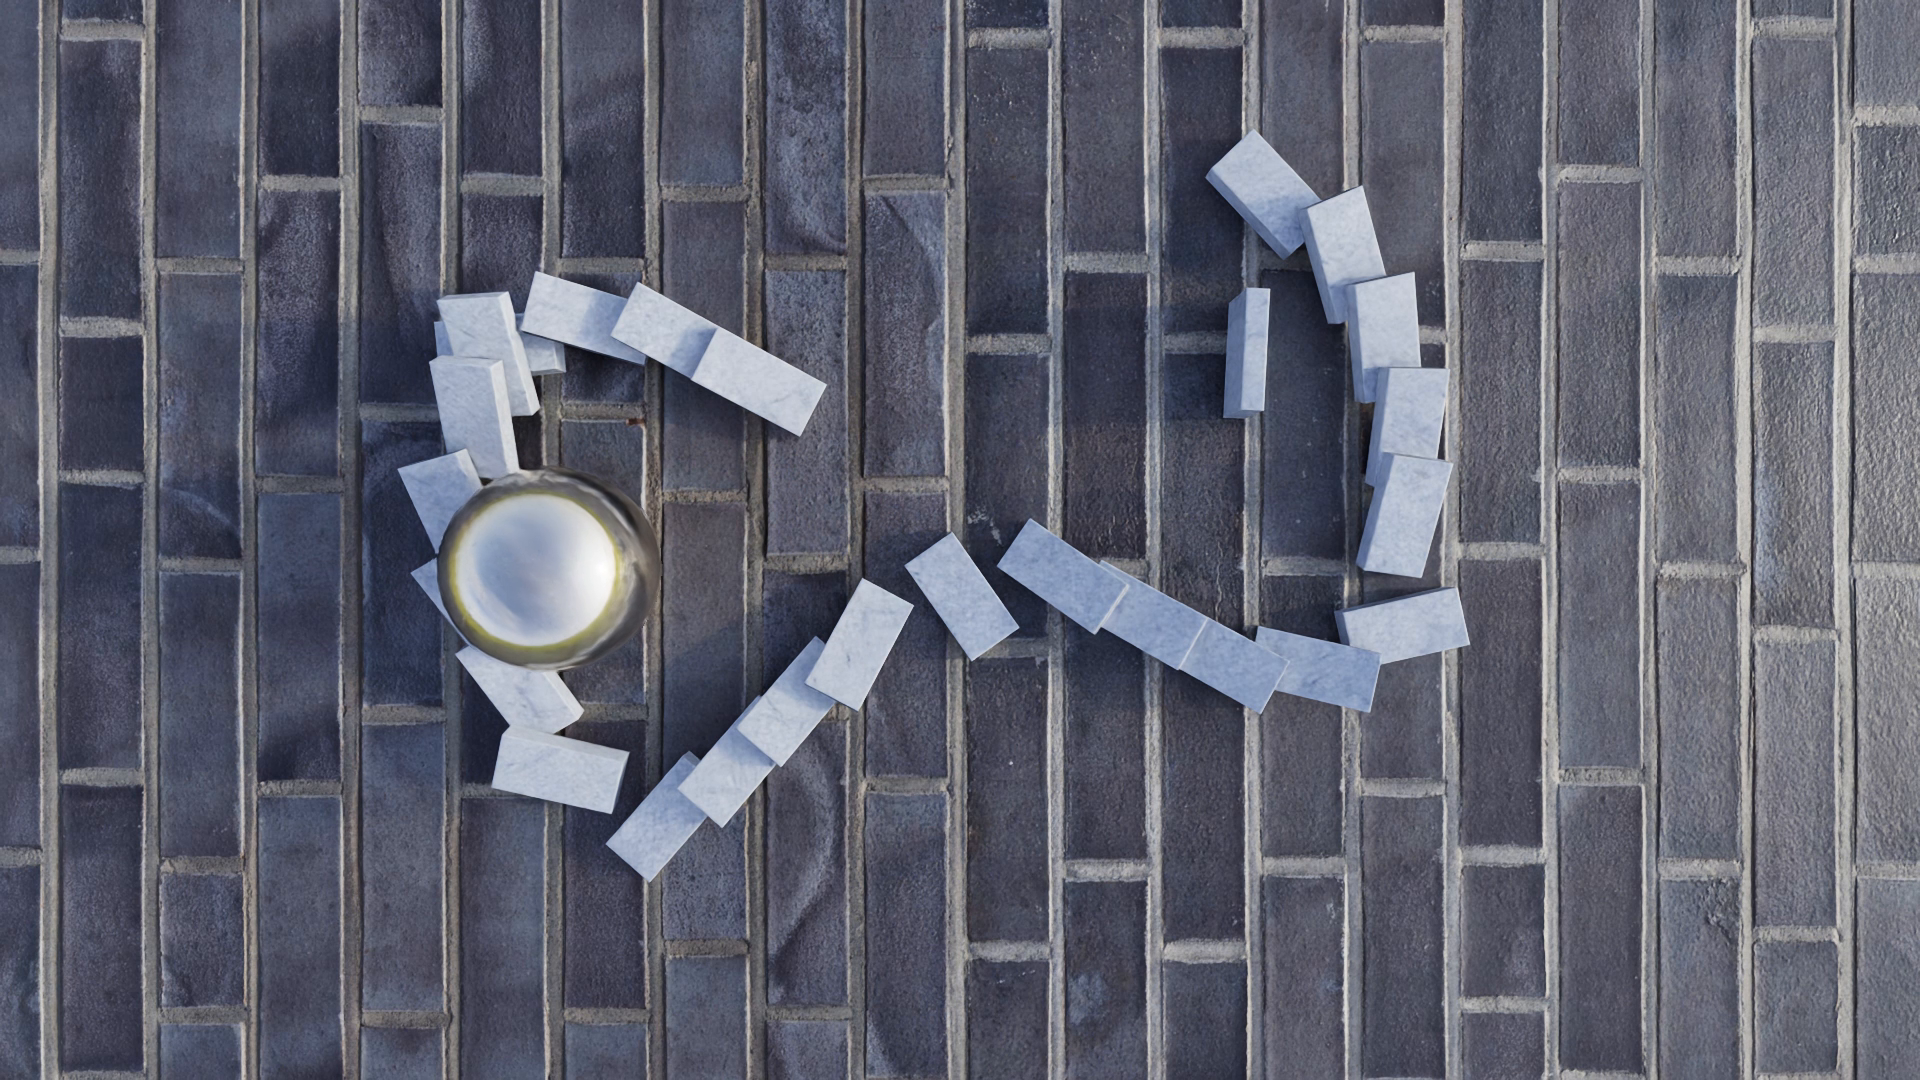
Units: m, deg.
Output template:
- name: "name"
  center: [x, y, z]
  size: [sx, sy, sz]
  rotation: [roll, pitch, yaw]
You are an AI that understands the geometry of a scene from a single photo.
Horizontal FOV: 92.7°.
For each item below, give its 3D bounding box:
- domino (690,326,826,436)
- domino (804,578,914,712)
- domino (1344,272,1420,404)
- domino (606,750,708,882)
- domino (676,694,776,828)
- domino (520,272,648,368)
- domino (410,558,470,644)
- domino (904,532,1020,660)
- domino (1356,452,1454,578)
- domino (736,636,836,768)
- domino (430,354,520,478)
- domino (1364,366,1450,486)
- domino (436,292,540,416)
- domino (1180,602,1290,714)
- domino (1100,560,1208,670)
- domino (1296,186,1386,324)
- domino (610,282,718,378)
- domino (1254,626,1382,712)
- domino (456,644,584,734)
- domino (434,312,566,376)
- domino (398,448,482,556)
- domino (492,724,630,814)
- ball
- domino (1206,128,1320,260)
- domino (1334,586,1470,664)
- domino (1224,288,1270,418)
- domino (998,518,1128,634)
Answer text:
- name: "domino"
  center: [-0.085, -0.067, 0.389]
  size: [0.050, 0.010, 0.025]
  rotation: [27, 90, -15]
- name: "domino"
  center: [-0.043, 0.044, 0.388]
  size: [0.025, 0.010, 0.050]
  rotation: [28, 74, -2]
- name: "domino"
  center: [0.180, -0.086, 0.389]
  size: [0.025, 0.009, 0.050]
  rotation: [-12, 105, 0]
- name: "domino"
  center: [-0.125, 0.119, 0.395]
  size: [0.025, 0.010, 0.050]
  rotation: [41, 90, 0]
- name: "domino"
  center: [-0.093, 0.093, 0.389]
  size: [0.025, 0.010, 0.050]
  rotation: [40, 76, 0]
- name: "domino"
  center: [-0.156, -0.093, 0.389]
  size: [0.050, 0.009, 0.025]
  rotation: [15, 90, -14]
- name: "domino"
  center: [-0.204, 0.027, 0.389]
  size: [0.025, 0.010, 0.050]
  rotation: [-30, 106, 0]
- name: "domino"
  center: [0.001, 0.024, 0.395]
  size: [0.025, 0.010, 0.050]
  rotation: [-35, 90, 0]
- name: "domino"
  center: [0.188, -0.011, 0.389]
  size: [0.025, 0.010, 0.050]
  rotation: [8, 105, -1]
- name: "domino"
  center: [-0.069, 0.068, 0.389]
  size: [0.025, 0.010, 0.050]
  rotation: [40, 74, 0]
- name: "domino"
  center: [-0.203, -0.051, 0.384]
  size: [0.025, 0.010, 0.050]
  rotation: [5, 118, 0]
- name: "domino"
  center: [0.189, -0.048, 0.389]
  size: [0.025, 0.009, 0.050]
  rotation: [1, 105, 0]
- name: "domino"
  center: [-0.196, -0.077, 0.382]
  size: [0.025, 0.010, 0.050]
  rotation: [-4, 118, -1]
- name: "domino"
  center: [0.110, 0.050, 0.389]
  size: [0.050, 0.009, 0.025]
  rotation: [29, 90, 15]
- name: "domino"
  center: [0.076, 0.032, 0.389]
  size: [0.050, 0.009, 0.025]
  rotation: [30, 90, 15]
- name: "domino"
  center: [0.163, -0.120, 0.389]
  size: [0.025, 0.010, 0.050]
  rotation: [-23, 105, 0]
- name: "domino"
  center: [-0.119, -0.085, 0.389]
  size: [0.050, 0.009, 0.025]
  rotation: [27, 90, -15]
- name: "domino"
  center: [0.149, 0.054, 0.389]
  size: [0.050, 0.009, 0.025]
  rotation: [12, 90, 14]
- name: "domino"
  center: [-0.186, 0.061, 0.389]
  size: [0.025, 0.010, 0.050]
  rotation: [-30, 105, 0]
- name: "domino"
  center: [-0.198, -0.083, 0.395]
  size: [0.050, 0.009, 0.025]
  rotation: [-6, 90, 0]
- name: "domino"
  center: [-0.213, -0.011, 0.388]
  size: [0.025, 0.009, 0.050]
  rotation: [-15, 107, 0]
- name: "domino"
  center: [-0.169, 0.098, 0.389]
  size: [0.050, 0.010, 0.025]
  rotation: [15, 103, -8]
- name: "ball"
  center: [-0.160, 0.011, 0.360]
  size: [0.080, 0.080, 0.080]
  rotation: [0, 90, 0]
- name: "domino"
  center: [0.133, -0.149, 0.395]
  size: [0.025, 0.010, 0.050]
  rotation: [-43, 90, 0]
- name: "domino"
  center: [0.190, 0.038, 0.395]
  size: [0.050, 0.010, 0.025]
  rotation: [-12, 90, 0]
- name: "domino"
  center: [0.121, -0.078, 0.388]
  size: [0.009, 0.025, 0.050]
  rotation: [3, 90, 0]
- name: "domino"
  center: [0.043, 0.015, 0.389]
  size: [0.050, 0.009, 0.025]
  rotation: [35, 91, 15]
